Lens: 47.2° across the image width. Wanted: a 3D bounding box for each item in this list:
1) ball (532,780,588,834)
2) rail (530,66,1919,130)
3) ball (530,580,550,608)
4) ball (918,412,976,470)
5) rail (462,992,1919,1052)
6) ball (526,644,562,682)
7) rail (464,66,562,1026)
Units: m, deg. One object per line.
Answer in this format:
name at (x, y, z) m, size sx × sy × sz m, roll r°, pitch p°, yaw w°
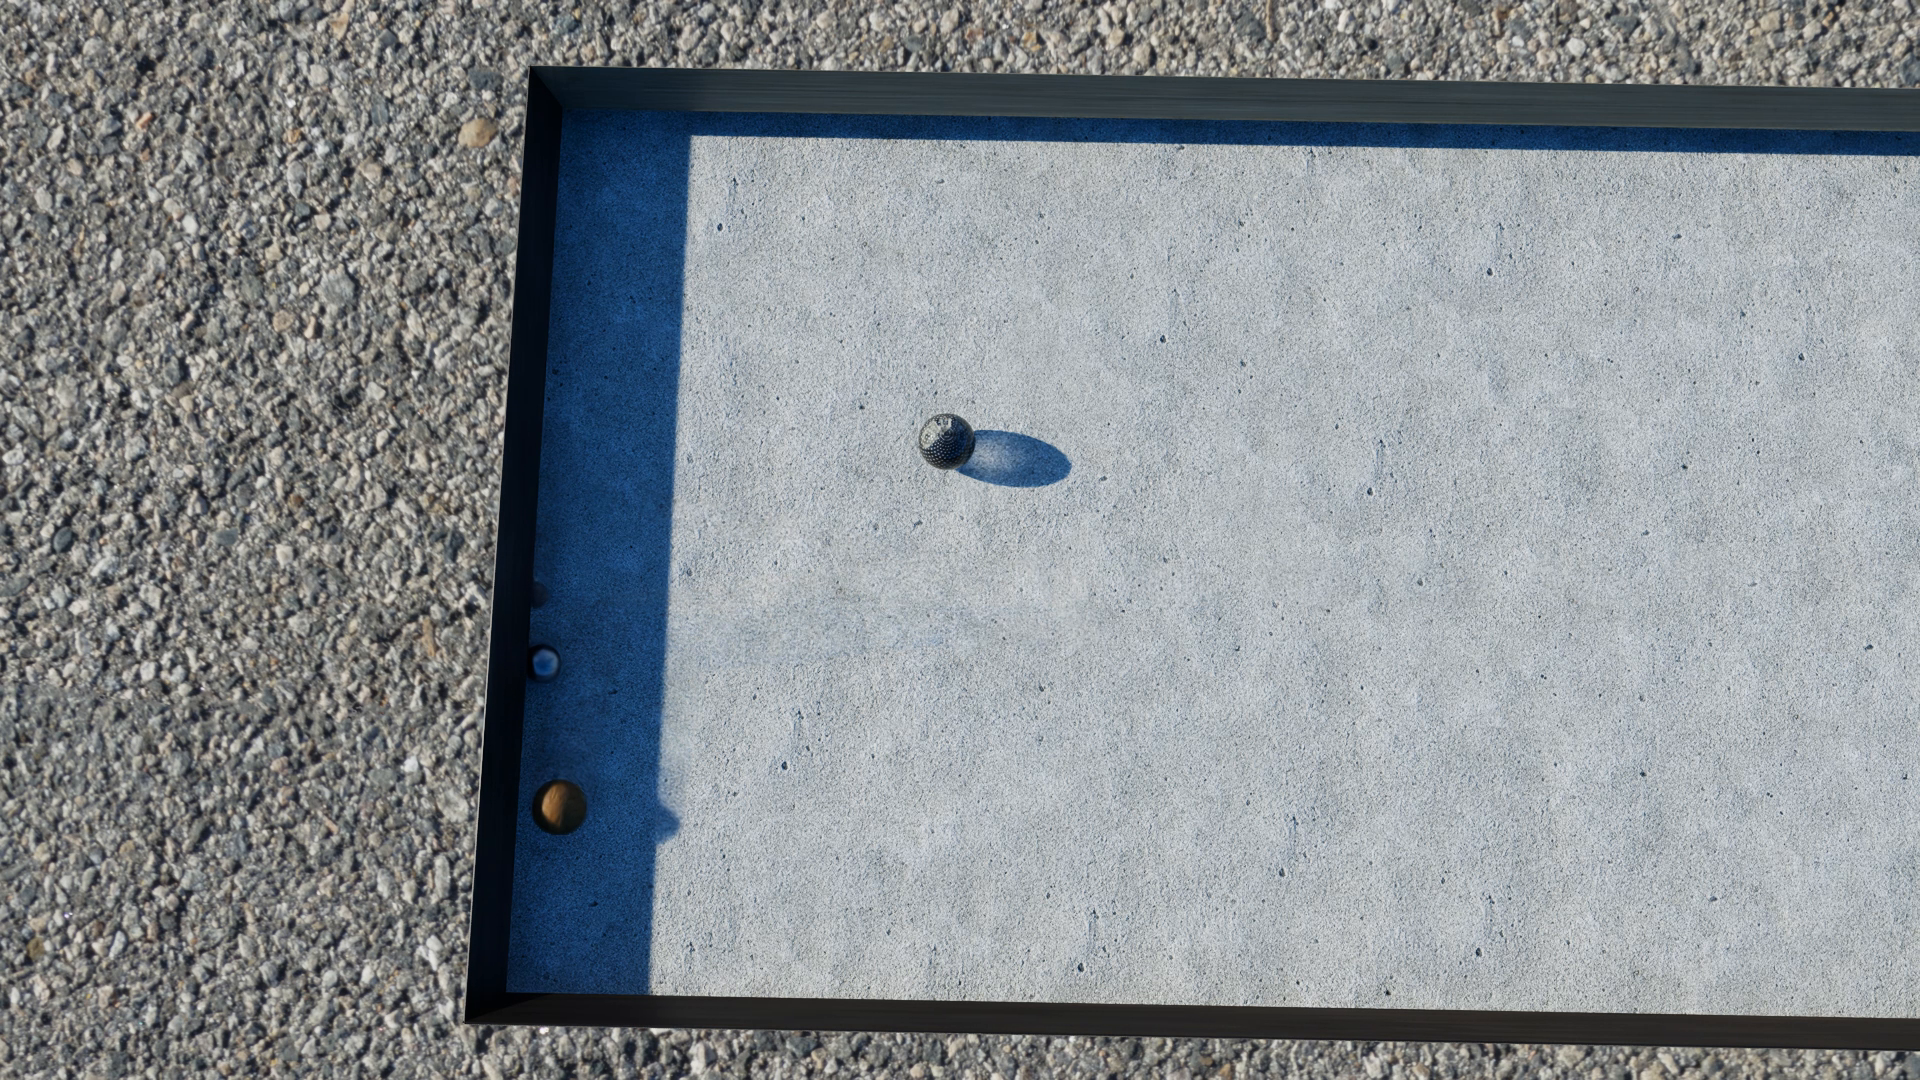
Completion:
ball at (-0.587, 0.391, 3.226) m, size 0.080 × 0.080 × 0.080 m, roll 0°, pitch 77°, yaw 0°
rail at (0.697, -0.679, 3.461) m, size 2.736 × 0.114 × 0.045 m, roll 1°, pitch 77°, yaw 0°
ball at (-0.641, 0.082, 3.319) m, size 0.040 × 0.040 × 0.040 m, roll 0°, pitch 77°, yaw 0°
ball at (-0.020, -0.150, 3.350) m, size 0.088 × 0.088 × 0.088 m, roll 0°, pitch 77°, yaw 0°
rail at (0.671, 0.692, 3.136) m, size 2.736 × 0.114 × 0.045 m, roll 1°, pitch 77°, yaw 0°
ball at (-0.625, 0.184, 3.286) m, size 0.058 × 0.058 × 0.058 m, roll 0°, pitch 77°, yaw 0°
rail at (-0.660, -0.017, 3.304) m, size 0.045 × 0.114 × 1.457 m, roll 1°, pitch 77°, yaw 0°
